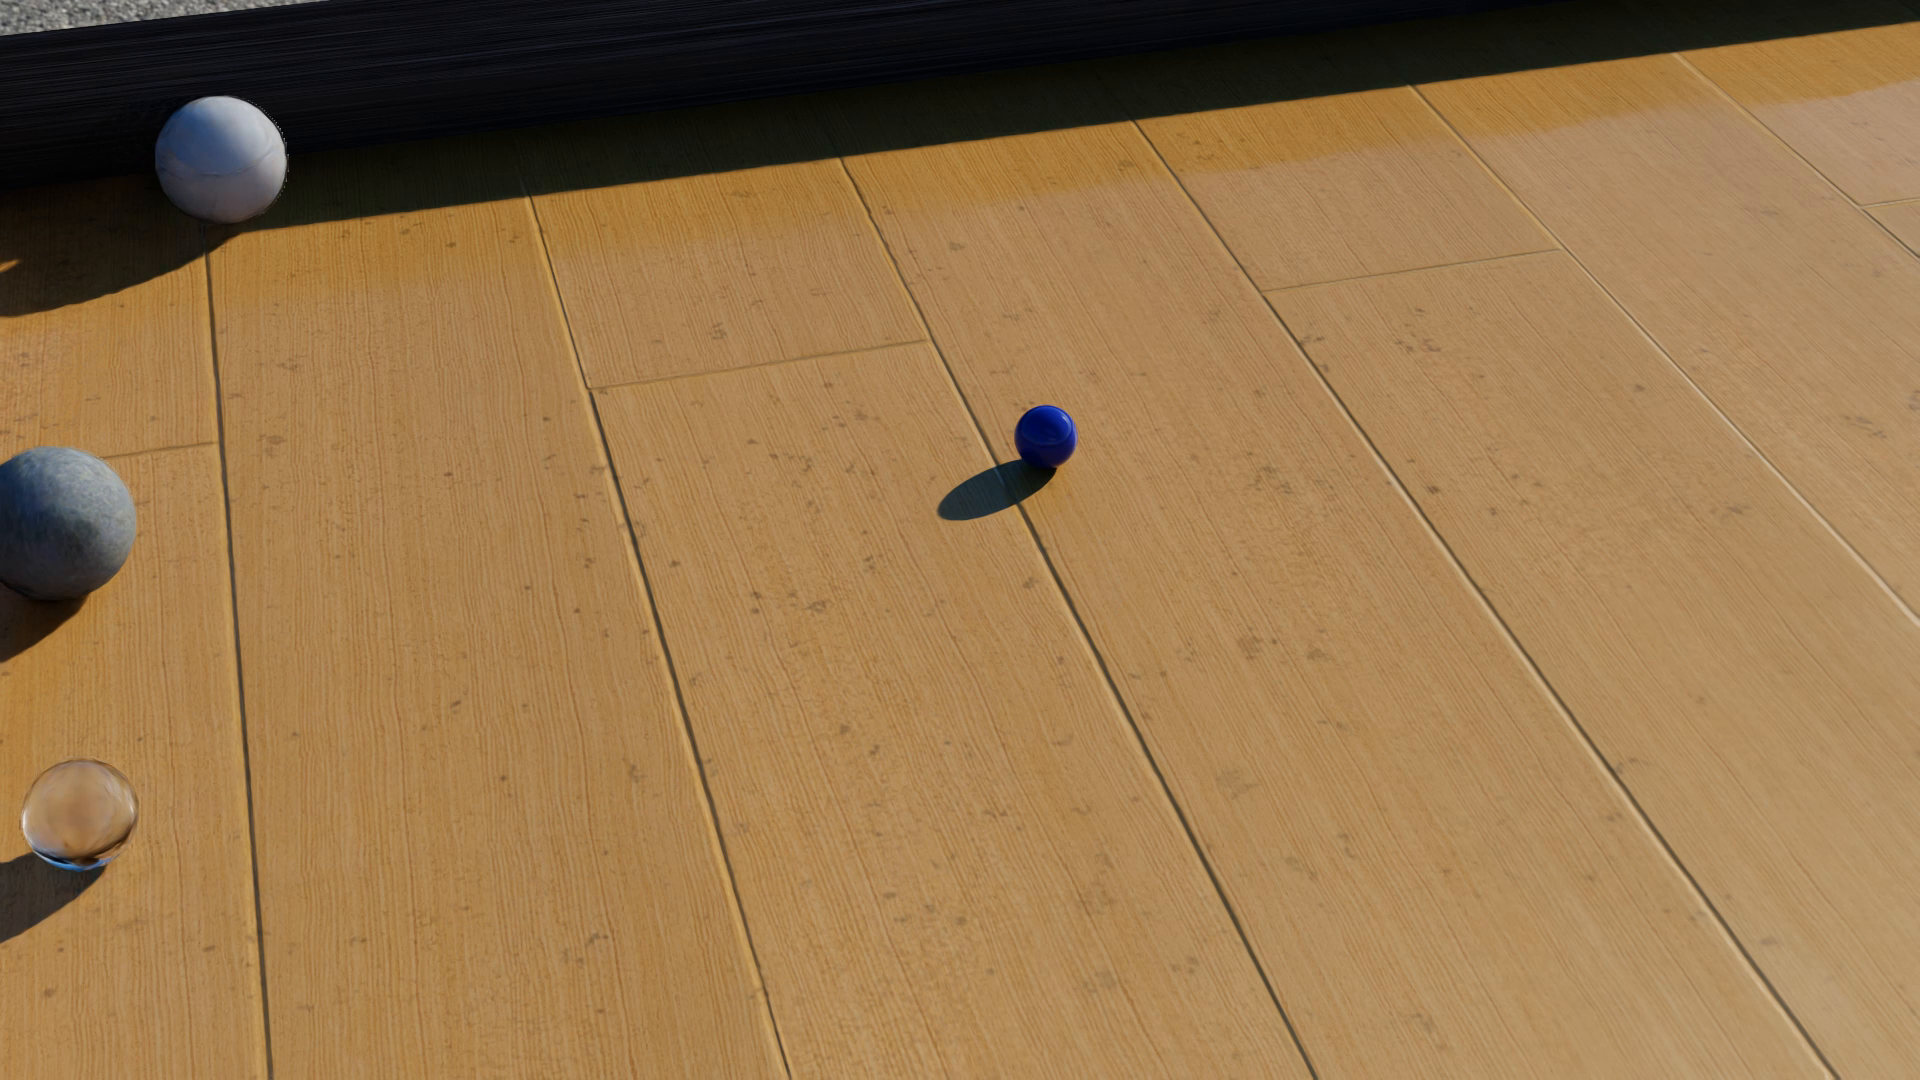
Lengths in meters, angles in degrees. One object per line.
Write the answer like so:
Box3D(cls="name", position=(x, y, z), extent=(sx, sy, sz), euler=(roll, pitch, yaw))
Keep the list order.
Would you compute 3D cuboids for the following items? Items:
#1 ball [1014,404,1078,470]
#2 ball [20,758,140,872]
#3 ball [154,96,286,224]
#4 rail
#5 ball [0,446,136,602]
Box3D(cls="ball", position=(0.057, -0.068, 1.705), extent=(0.043, 0.043, 0.043), euler=(0, 36, 0))
Box3D(cls="ball", position=(-0.475, 0.148, 1.387), extent=(0.061, 0.061, 0.061), euler=(0, 36, 0))
Box3D(cls="ball", position=(-0.567, -0.291, 1.968), extent=(0.098, 0.098, 0.098), euler=(0, 36, 0))
Box3D(cls="rail", position=(0.479, -0.516, 2.255), extent=(2.745, 0.127, 0.045), euler=(-9, 37, -12))
Box3D(cls="ball", position=(-0.557, -0.010, 1.579), extent=(0.095, 0.095, 0.095), euler=(0, 36, 0))
